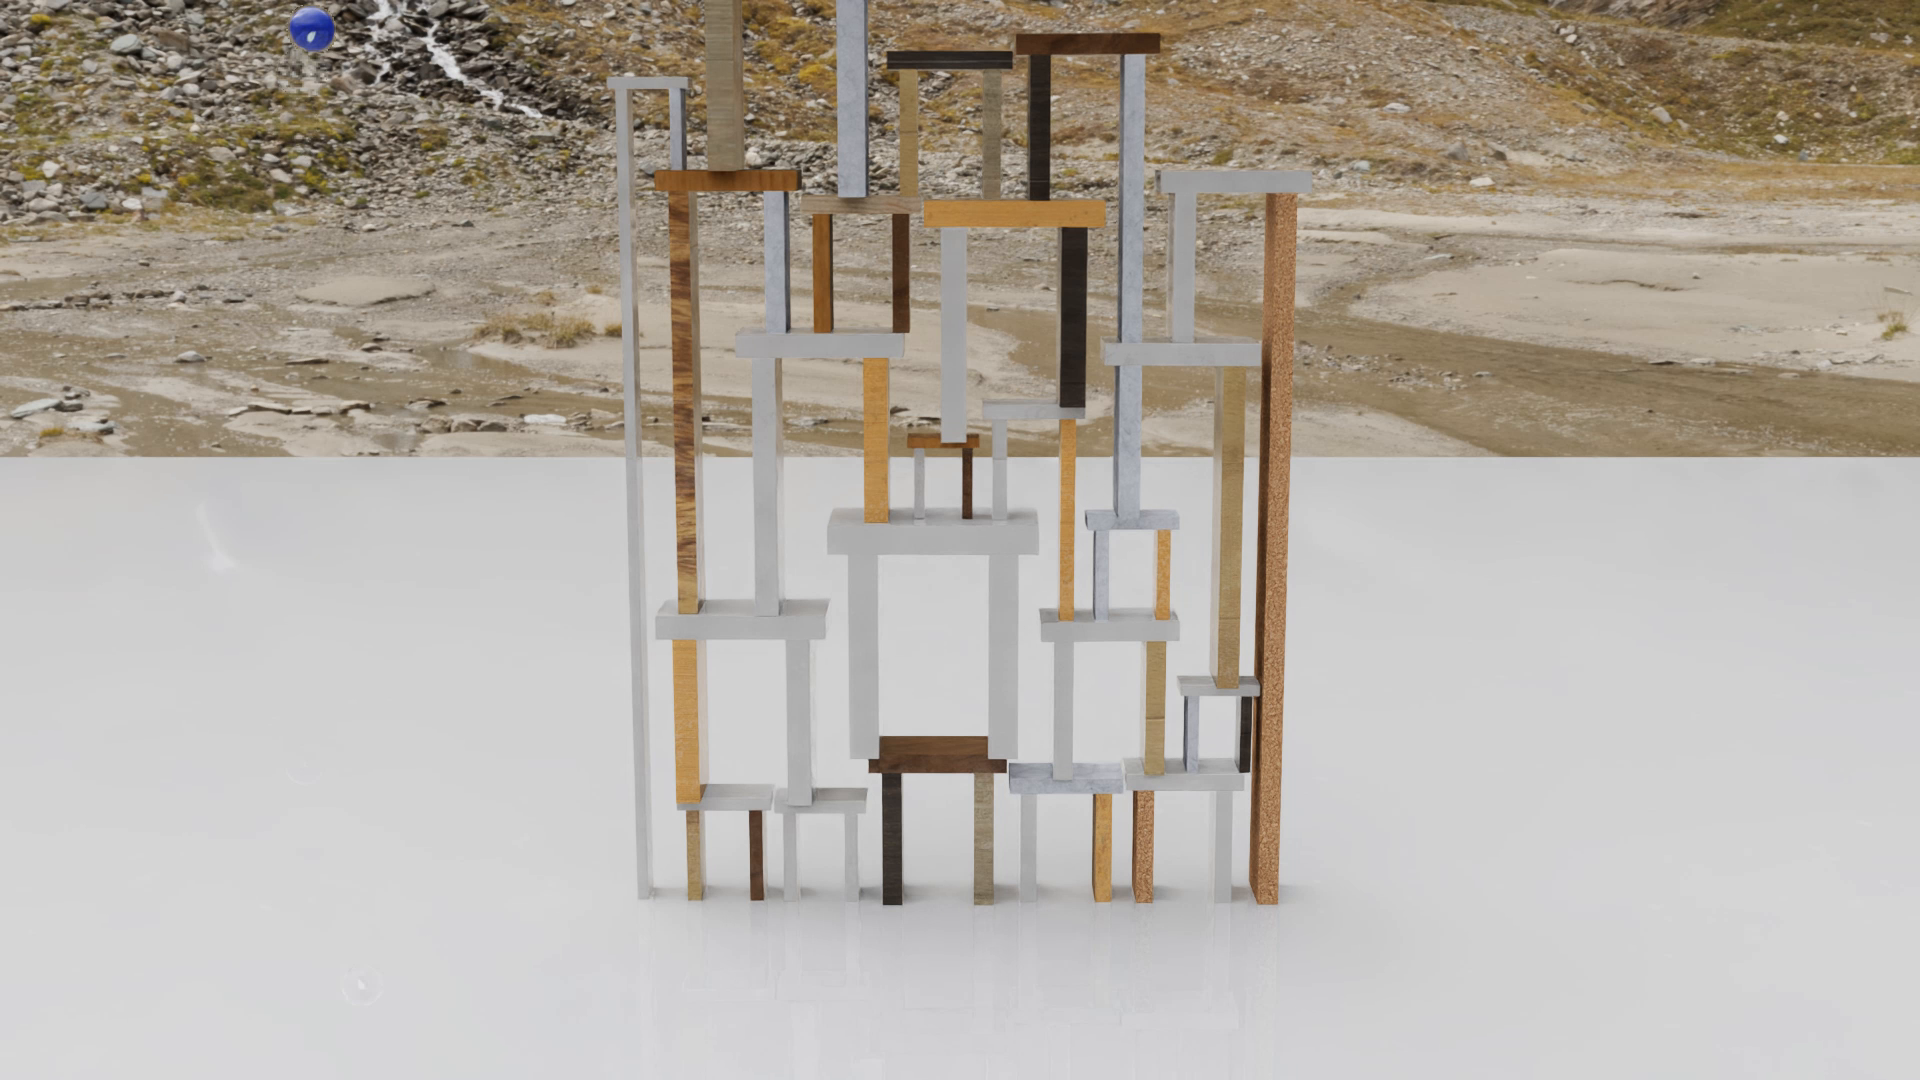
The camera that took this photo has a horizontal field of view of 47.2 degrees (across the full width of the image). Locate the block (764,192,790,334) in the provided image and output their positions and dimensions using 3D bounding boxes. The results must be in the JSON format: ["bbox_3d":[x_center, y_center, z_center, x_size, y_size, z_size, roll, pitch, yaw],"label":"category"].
[{"bbox_3d":[-0.289,-0.443,3.482,0.031,0.221,0.110,0,11,0],"label":"block"}]

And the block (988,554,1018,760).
[{"bbox_3d":[0.069,0.173,3.592,0.047,0.335,0.167,0,11,0],"label":"block"}]

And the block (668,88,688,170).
[{"bbox_3d":[-0.441,-0.643,3.443,0.018,0.125,0.063,0,11,0],"label":"block"}]

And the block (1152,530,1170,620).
[{"bbox_3d":[0.327,0.050,3.566,0.021,0.148,0.074,0,10,0],"label":"block"}]

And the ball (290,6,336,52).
[{"bbox_3d":[-2.001,-1.577,6.793,0.136,0.136,0.136,0,11,0],"label":"ball"}]

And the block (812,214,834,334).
[{"bbox_3d":[-0.216,-0.425,3.481,0.026,0.185,0.093,0,11,0],"label":"block"}]

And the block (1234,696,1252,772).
[{"bbox_3d":[0.466,0.311,3.613,0.018,0.129,0.064,0,11,0],"label":"block"}]

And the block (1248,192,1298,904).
[{"bbox_3d":[0.506,0.020,3.569,0.033,1.157,0.117,0,11,0],"label":"block"}]

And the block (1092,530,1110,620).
[{"bbox_3d":[0.228,0.051,3.566,0.021,0.148,0.074,0,11,0],"label":"block"}]

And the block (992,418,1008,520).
[{"bbox_3d":[0.063,-0.119,3.539,0.023,0.163,0.081,0,11,0],"label":"block"}]

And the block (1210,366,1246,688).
[{"bbox_3d":[0.432,-0.027,3.555,0.035,0.521,0.122,0,11,0],"label":"block"}]

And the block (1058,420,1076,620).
[{"bbox_3d":[0.172,-0.038,3.554,0.023,0.327,0.081,0,11,0],"label":"block"}]

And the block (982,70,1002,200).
[{"bbox_3d":[0.050,-0.633,3.440,0.027,0.200,0.097,0,11,-1],"label":"block"}]

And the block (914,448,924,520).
[{"bbox_3d":[-0.065,-0.096,3.544,0.016,0.115,0.058,0,11,0],"label":"block"}]

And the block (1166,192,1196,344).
[{"bbox_3d":[0.350,-0.434,3.484,0.033,0.234,0.117,0,10,0],"label":"block"}]

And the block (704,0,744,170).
[{"bbox_3d":[-0.366,-0.727,3.422,0.042,0.298,0.149,0,11,0],"label":"block"}]

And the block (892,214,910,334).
[{"bbox_3d":[-0.093,-0.425,3.481,0.026,0.185,0.093,0,11,0],"label":"block"}]

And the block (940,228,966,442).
[{"bbox_3d":[-0.010,-0.330,3.487,0.040,0.334,0.140,0,11,-1],"label":"block"}]

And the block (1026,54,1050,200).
[{"bbox_3d":[0.123,-0.643,3.435,0.031,0.220,0.110,0,11,-1],"label":"block"}]

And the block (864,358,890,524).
[{"bbox_3d":[-0.133,-0.168,3.531,0.037,0.263,0.131,0,11,0],"label":"block"}]

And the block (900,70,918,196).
[{"bbox_3d":[-0.080,-0.637,3.445,0.027,0.194,0.097,0,11,0],"label":"block"}]

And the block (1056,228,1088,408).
[{"bbox_3d":[0.176,-0.358,3.486,0.040,0.280,0.140,0,11,-1],"label":"block"}]

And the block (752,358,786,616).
[{"bbox_3d":[-0.308,-0.094,3.544,0.037,0.414,0.131,0,11,0],"label":"block"}]

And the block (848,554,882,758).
[{"bbox_3d":[-0.154,0.173,3.592,0.047,0.335,0.167,0,11,0],"label":"block"}]

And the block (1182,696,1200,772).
[{"bbox_3d":[0.380,0.311,3.613,0.018,0.129,0.064,0,11,0],"label":"block"}]

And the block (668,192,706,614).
[{"bbox_3d":[-0.436,-0.221,3.523,0.031,0.672,0.110,0,11,0],"label":"block"}]

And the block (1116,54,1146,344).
[{"bbox_3d":[0.269,-0.536,3.459,0.031,0.442,0.110,0,11,0],"label":"block"}]

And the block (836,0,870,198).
[{"bbox_3d":[-0.167,-0.707,3.427,0.042,0.338,0.149,0,11,0],"label":"block"}]

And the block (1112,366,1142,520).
[{"bbox_3d":[0.268,-0.164,3.530,0.035,0.245,0.122,0,11,0],"label":"block"}]

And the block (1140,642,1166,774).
[{"bbox_3d":[0.316,0.262,3.612,0.032,0.223,0.112,0,11,0],"label":"block"}]

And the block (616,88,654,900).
[{"bbox_3d":[-0.525,-0.058,3.553,0.018,1.316,0.063,0,11,0],"label":"block"}]

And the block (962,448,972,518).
[{"bbox_3d":[0.012,-0.096,3.545,0.016,0.115,0.058,0,11,0],"label":"block"}]

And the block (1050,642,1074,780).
[{"bbox_3d":[0.167,0.267,3.613,0.032,0.231,0.112,0,10,0],"label":"block"}]
